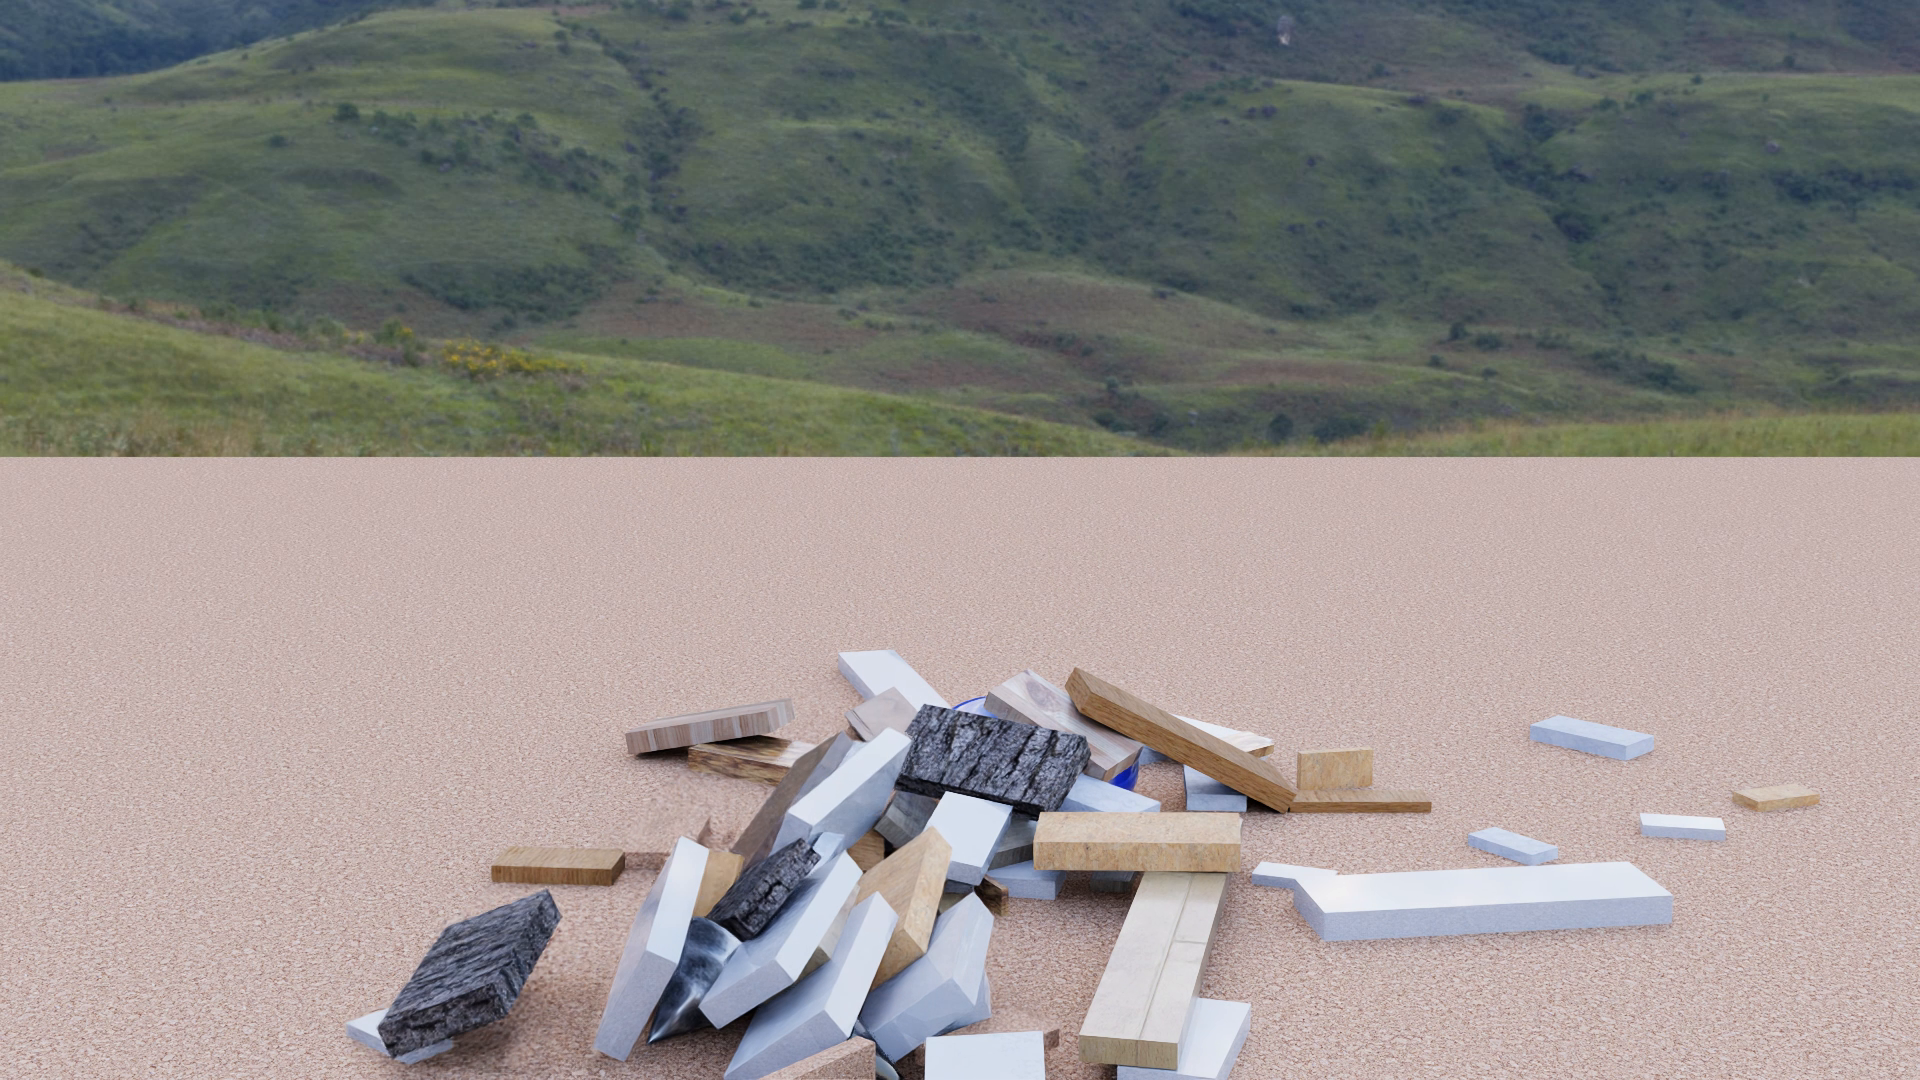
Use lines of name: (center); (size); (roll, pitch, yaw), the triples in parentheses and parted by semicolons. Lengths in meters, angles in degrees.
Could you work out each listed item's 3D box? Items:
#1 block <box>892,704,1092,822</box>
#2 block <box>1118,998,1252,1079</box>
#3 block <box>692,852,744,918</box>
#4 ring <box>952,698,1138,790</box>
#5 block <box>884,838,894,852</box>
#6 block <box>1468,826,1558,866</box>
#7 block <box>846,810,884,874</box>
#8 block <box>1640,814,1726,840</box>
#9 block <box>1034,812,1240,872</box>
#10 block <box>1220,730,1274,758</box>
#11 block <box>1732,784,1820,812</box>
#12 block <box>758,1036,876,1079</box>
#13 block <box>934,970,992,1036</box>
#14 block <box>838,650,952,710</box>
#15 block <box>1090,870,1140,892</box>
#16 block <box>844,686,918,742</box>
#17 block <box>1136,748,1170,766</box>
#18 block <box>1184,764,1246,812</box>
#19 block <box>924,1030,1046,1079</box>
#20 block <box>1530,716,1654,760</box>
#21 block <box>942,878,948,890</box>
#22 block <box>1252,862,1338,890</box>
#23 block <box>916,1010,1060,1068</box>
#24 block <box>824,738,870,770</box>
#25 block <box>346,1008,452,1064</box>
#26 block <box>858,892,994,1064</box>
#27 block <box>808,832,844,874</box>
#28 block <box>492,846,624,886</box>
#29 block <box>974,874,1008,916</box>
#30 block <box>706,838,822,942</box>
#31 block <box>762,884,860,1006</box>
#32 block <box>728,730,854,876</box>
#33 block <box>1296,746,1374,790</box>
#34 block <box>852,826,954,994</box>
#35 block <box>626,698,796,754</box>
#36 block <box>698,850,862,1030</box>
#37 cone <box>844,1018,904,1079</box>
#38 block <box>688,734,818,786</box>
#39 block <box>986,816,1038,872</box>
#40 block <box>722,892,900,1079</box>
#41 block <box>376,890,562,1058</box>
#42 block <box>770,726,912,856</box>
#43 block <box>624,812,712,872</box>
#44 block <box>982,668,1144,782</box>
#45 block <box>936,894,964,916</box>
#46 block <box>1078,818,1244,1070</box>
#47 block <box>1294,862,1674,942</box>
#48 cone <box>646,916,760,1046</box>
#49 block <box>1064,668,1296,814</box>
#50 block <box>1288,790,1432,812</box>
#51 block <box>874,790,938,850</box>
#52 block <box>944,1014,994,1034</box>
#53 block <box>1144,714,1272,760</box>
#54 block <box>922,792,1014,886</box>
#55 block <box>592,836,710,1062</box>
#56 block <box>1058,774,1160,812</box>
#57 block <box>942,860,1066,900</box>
block: (0.044, 0.392, 3.882); (0.335, 0.047, 0.167); (9, 46, 31)
block: (0.310, 0.694, 3.010); (0.131, 0.037, 0.262); (3, 11, 17)
block: (-0.382, 0.549, 3.356); (0.073, 0.146, 0.021); (4, -26, 14)
ring: (0.138, 0.412, 4.163); (0.404, 0.135, 0.404); (7, 18, -2)
block: (-0.231, 0.511, 3.877); (0.207, 0.029, 0.104); (3, 22, -25)
block: (0.975, 0.540, 3.882); (0.071, 0.020, 0.142); (-8, 13, -36)
block: (-0.190, 0.522, 3.781); (0.115, 0.033, 0.230); (11, 20, -5)
block: (1.309, 0.520, 3.989); (0.142, 0.020, 0.071); (2, 11, 12)
block: (0.295, 0.499, 3.646); (0.335, 0.047, 0.167); (0, 10, 6)
block: (0.542, 0.413, 4.343); (0.148, 0.021, 0.074); (-9, 24, -38)
block: (1.545, 0.488, 4.163); (0.142, 0.020, 0.071); (-4, 11, -20)
block: (-0.193, 0.707, 2.735); (0.031, 0.111, 0.222); (9, 14, 41)
block: (-0.004, 0.652, 3.107); (0.091, 0.026, 0.182); (-19, 3, 1)
block: (-0.122, 0.353, 4.839); (0.135, 0.038, 0.801); (-3, 11, -14)
block: (0.265, 0.567, 3.743); (0.066, 0.019, 0.132); (2, 11, 13)
block: (-0.139, 0.389, 4.518); (0.122, 0.035, 0.376); (-28, 16, -8)
block: (0.369, 0.423, 4.480); (0.221, 0.031, 0.111); (-7, 13, -34)
block: (0.488, 0.471, 4.221); (0.111, 0.031, 0.221); (1, 11, 4)
block: (0.030, 0.727, 2.534); (0.146, 0.041, 0.488); (-4, 21, 2)
block: (1.308, 0.409, 4.557); (0.111, 0.031, 0.221); (-10, 14, -43)
block: (-0.050, 0.579, 3.629); (0.047, 0.013, 0.094); (-30, 5, 11)
block: (0.566, 0.571, 3.721); (0.132, 0.019, 0.066); (4, 11, 21)
block: (0.038, 0.682, 2.964); (0.182, 0.026, 0.091); (-10, 14, -42)
block: (-0.211, 0.439, 4.101); (0.115, 0.033, 0.427); (7, 8, 0)
block: (-0.782, 0.691, 3.066); (0.146, 0.021, 0.073); (9, 14, 40)
block: (-0.049, 0.619, 3.090); (0.176, 0.050, 0.353); (-37, 5, 10)
block: (-0.228, 0.546, 3.392); (0.034, 0.120, 0.239); (11, 12, 7)
block: (-0.685, 0.557, 3.764); (0.207, 0.029, 0.104); (1, 11, 5)
block: (0.051, 0.579, 3.599); (0.013, 0.047, 0.095); (-5, 12, -27)
block: (-0.303, 0.523, 3.185); (0.146, 0.041, 0.293); (-48, 4, -27)
block: (-0.218, 0.563, 3.126); (0.120, 0.034, 0.239); (-37, 7, 15)
block: (-0.313, 0.478, 3.736); (0.116, 0.033, 0.518); (-34, 9, 26)
block: (0.726, 0.443, 4.259); (0.148, 0.074, 0.021); (-2, 11, -12)
block: (-0.113, 0.566, 3.291); (0.176, 0.050, 0.353); (-37, 10, 15)
block: (-0.508, 0.379, 4.482); (0.310, 0.044, 0.155); (-10, 4, 15)
block: (-0.244, 0.549, 3.038); (0.146, 0.041, 0.292); (-35, 8, 25)
cone: (-0.106, 0.708, 2.878); (0.127, 0.127, 0.127); (26, 10, -4)
block: (-0.368, 0.439, 4.363); (0.310, 0.044, 0.155); (7, 12, 31)
block: (0.133, 0.504, 3.809); (0.367, 0.032, 0.112); (-8, 25, -37)
block: (-0.198, 0.620, 3.007); (0.176, 0.050, 0.353); (-37, 7, 17)
block: (-0.689, 0.610, 3.119); (0.171, 0.049, 0.343); (-21, 11, 7)
block: (-0.206, 0.457, 3.638); (0.049, 0.171, 0.404); (28, 23, 13)
block: (-0.515, 0.532, 3.892); (0.116, 0.033, 0.232); (1, 11, 2)
block: (0.189, 0.341, 4.023); (0.269, 0.038, 0.135); (33, 31, 23)
block: (-0.015, 0.599, 3.582); (0.047, 0.013, 0.095); (-2, 11, -9)
block: (0.326, 0.589, 3.378); (0.131, 0.037, 0.999); (2, 10, 12)
block: (0.845, 0.585, 3.568); (0.577, 0.047, 0.167); (-1, 11, -8)
cone: (-0.387, 0.655, 3.109); (0.172, 0.172, 0.172); (9, 40, 40)
block: (0.411, 0.374, 4.112); (0.448, 0.044, 0.155); (27, 9, -14)
block: (0.747, 0.492, 4.139); (0.265, 0.021, 0.074); (0, 11, 0)
block: (-0.079, 0.500, 3.890); (0.112, 0.032, 0.223); (40, 13, 0)
block: (0.017, 0.698, 3.017); (0.091, 0.026, 0.182); (2, 11, 11)
block: (0.491, 0.408, 4.430); (0.245, 0.035, 0.122); (13, 20, 21)
block: (0.004, 0.497, 3.682); (0.120, 0.034, 0.239); (11, 20, 10)
block: (-0.437, 0.577, 3.138); (0.049, 0.171, 0.343); (27, 17, -8)
block: (0.228, 0.457, 3.866); (0.223, 0.032, 0.112); (17, 20, 37)
block: (0.058, 0.565, 3.713); (0.227, 0.032, 0.113); (2, 11, 12)
